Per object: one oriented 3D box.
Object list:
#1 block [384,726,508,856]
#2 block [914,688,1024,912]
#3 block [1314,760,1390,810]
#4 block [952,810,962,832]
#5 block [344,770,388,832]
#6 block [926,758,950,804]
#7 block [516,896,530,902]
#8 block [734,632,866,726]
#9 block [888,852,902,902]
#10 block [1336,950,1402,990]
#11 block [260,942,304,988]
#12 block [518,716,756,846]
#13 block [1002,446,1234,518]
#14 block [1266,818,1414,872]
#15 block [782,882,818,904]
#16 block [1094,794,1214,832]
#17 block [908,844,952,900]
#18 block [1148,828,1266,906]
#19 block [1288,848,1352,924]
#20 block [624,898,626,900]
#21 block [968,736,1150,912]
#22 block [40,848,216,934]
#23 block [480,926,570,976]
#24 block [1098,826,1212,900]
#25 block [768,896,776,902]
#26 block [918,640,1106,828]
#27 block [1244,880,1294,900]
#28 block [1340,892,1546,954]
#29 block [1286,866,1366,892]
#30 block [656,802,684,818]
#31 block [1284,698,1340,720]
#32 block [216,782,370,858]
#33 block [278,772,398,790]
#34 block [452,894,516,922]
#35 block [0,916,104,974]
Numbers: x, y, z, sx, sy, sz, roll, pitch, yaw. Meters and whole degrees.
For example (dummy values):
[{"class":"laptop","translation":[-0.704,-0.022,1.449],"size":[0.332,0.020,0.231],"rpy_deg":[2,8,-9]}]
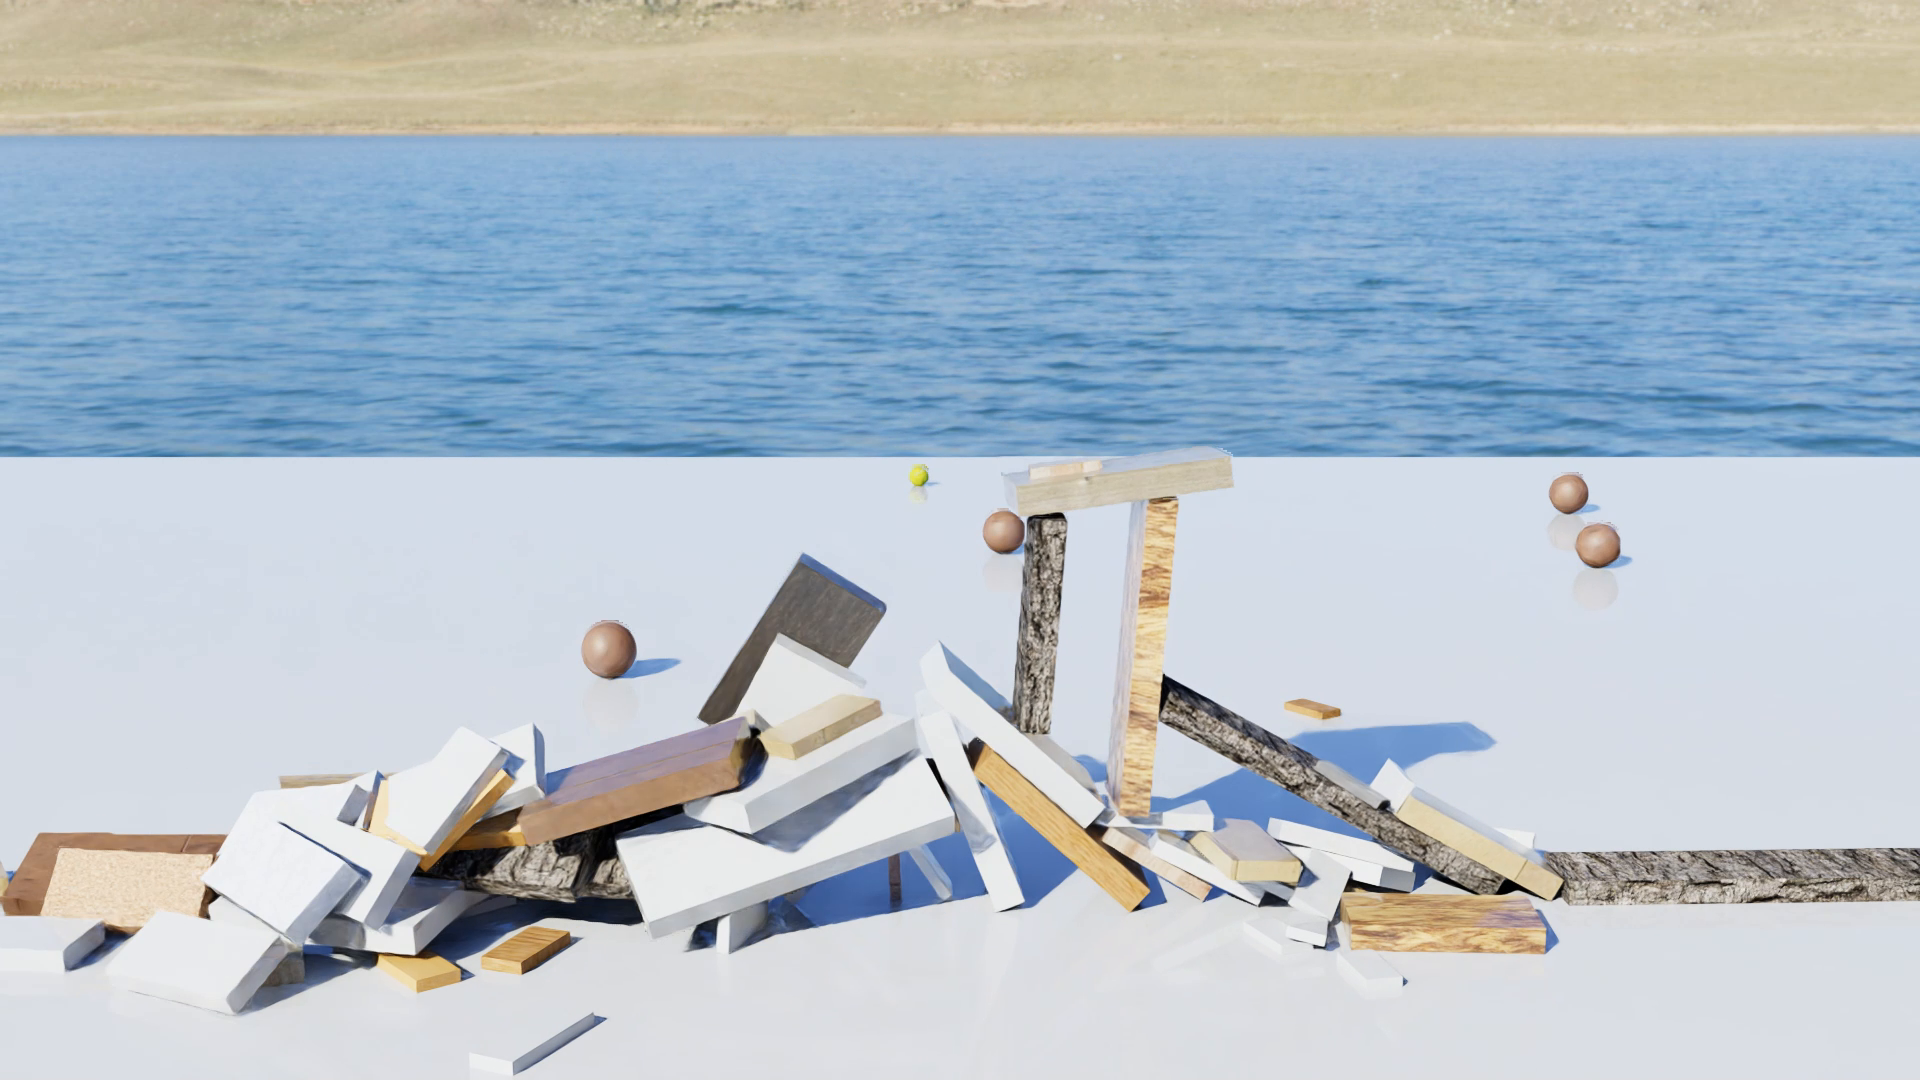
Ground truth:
[{"class":"block","translation":[-0.789,0.384,3.380],"size":[0.095,0.189,0.027],"rpy_deg":[23,-23,33]},{"class":"block","translation":[0.015,0.422,3.632],"size":[0.049,0.349,0.175],"rpy_deg":[-21,11,1]},{"class":"block","translation":[0.644,0.401,3.611],"size":[0.122,0.017,0.061],"rpy_deg":[33,8,24]},{"class":"block","translation":[-0.063,0.458,3.641],"size":[0.131,0.018,0.065],"rpy_deg":[8,10,-5]},{"class":"block","translation":[-1.058,0.479,3.585],"size":[0.268,0.038,0.134],"rpy_deg":[-22,38,18]},{"class":"block","translation":[-0.131,0.406,3.592],"size":[0.213,0.030,0.107],"rpy_deg":[-2,31,-11]},{"class":"block","translation":[-0.765,0.537,3.696],"size":[0.177,0.025,0.089],"rpy_deg":[31,23,22]},{"class":"block","translation":[-0.308,0.340,3.688],"size":[0.167,0.335,0.047],"rpy_deg":[28,17,-3]},{"class":"block","translation":[-0.109,0.526,3.653],"size":[0.018,0.131,0.065],"rpy_deg":[-3,11,-1]},{"class":"block","translation":[0.617,0.647,3.316],"size":[0.058,0.016,0.115],"rpy_deg":[-2,11,-12]},{"class":"block","translation":[-1.075,0.626,3.379],"size":[0.124,0.035,0.248],"rpy_deg":[-3,11,-17]},{"class":"block","translation":[-0.501,0.375,3.429],"size":[0.346,0.049,0.173],"rpy_deg":[-17,15,8]},{"class":"block","translation":[0.253,-0.096,3.562],"size":[0.347,0.049,0.173],"rpy_deg":[-8,9,-5]},{"class":"block","translation":[0.646,0.517,3.739],"size":[0.231,0.033,0.116],"rpy_deg":[14,-5,-1]},{"class":"block","translation":[-0.216,0.498,3.641],"size":[0.030,0.213,0.107],"rpy_deg":[43,9,-22]},{"class":"block","translation":[0.317,0.453,3.662],"size":[0.195,0.028,0.098],"rpy_deg":[4,8,-3]},{"class":"block","translation":[-0.057,0.532,3.655],"size":[0.018,0.131,0.065],"rpy_deg":[-33,9,5]},{"class":"block","translation":[0.407,0.537,3.638],"size":[0.195,0.028,0.098],"rpy_deg":[26,7,-1]},{"class":"block","translation":[0.584,0.563,3.569],"size":[0.071,0.020,0.141],"rpy_deg":[32,34,6]},{"class":"block","translation":[-0.629,0.560,3.652],"size":[0.177,0.025,0.089],"rpy_deg":[11,7,-16]},{"class":"block","translation":[0.161,0.457,3.635],"size":[0.349,0.049,0.175],"rpy_deg":[42,6,-9]},{"class":"block","translation":[-1.318,0.560,3.493],"size":[0.250,0.125,0.035],"rpy_deg":[2,-32,3]},{"class":"block","translation":[-0.668,0.632,3.389],"size":[0.071,0.020,0.141],"rpy_deg":[4,11,21]},{"class":"block","translation":[0.324,0.526,3.662],"size":[0.195,0.028,0.098],"rpy_deg":[31,7,-5]},{"class":"block","translation":[-0.267,0.508,3.613],"size":[0.213,0.030,0.107],"rpy_deg":[-39,24,7]},{"class":"block","translation":[0.084,0.319,3.620],"size":[0.349,0.049,0.175],"rpy_deg":[42,6,-14]},{"class":"block","translation":[0.501,0.558,3.624],"size":[0.141,0.020,0.071],"rpy_deg":[25,7,-8]},{"class":"block","translation":[0.759,0.605,3.474],"size":[0.297,0.042,0.149],"rpy_deg":[1,11,3]},{"class":"block","translation":[0.592,0.564,3.639],"size":[0.141,0.020,0.071],"rpy_deg":[15,6,-18]},{"class":"block","translation":[-0.379,0.472,3.548],"size":[0.242,0.034,0.121],"rpy_deg":[-7,51,16]},{"class":"block","translation":[0.771,0.370,4.810],"size":[0.058,0.016,0.115],"rpy_deg":[-8,13,-36]},{"class":"block","translation":[-1.078,0.462,3.556],"size":[0.253,0.036,0.126],"rpy_deg":[-8,44,34]},{"class":"block","translation":[-1.092,0.467,4.085],"size":[0.329,0.047,0.164],"rpy_deg":[0,2,-19]},{"class":"block","translation":[-0.808,0.593,3.596],"size":[0.144,0.020,0.072],"rpy_deg":[-10,14,-43]},{"class":"block","translation":[-1.478,0.622,3.391],"size":[0.265,0.037,0.132],"rpy_deg":[1,11,5]}]
